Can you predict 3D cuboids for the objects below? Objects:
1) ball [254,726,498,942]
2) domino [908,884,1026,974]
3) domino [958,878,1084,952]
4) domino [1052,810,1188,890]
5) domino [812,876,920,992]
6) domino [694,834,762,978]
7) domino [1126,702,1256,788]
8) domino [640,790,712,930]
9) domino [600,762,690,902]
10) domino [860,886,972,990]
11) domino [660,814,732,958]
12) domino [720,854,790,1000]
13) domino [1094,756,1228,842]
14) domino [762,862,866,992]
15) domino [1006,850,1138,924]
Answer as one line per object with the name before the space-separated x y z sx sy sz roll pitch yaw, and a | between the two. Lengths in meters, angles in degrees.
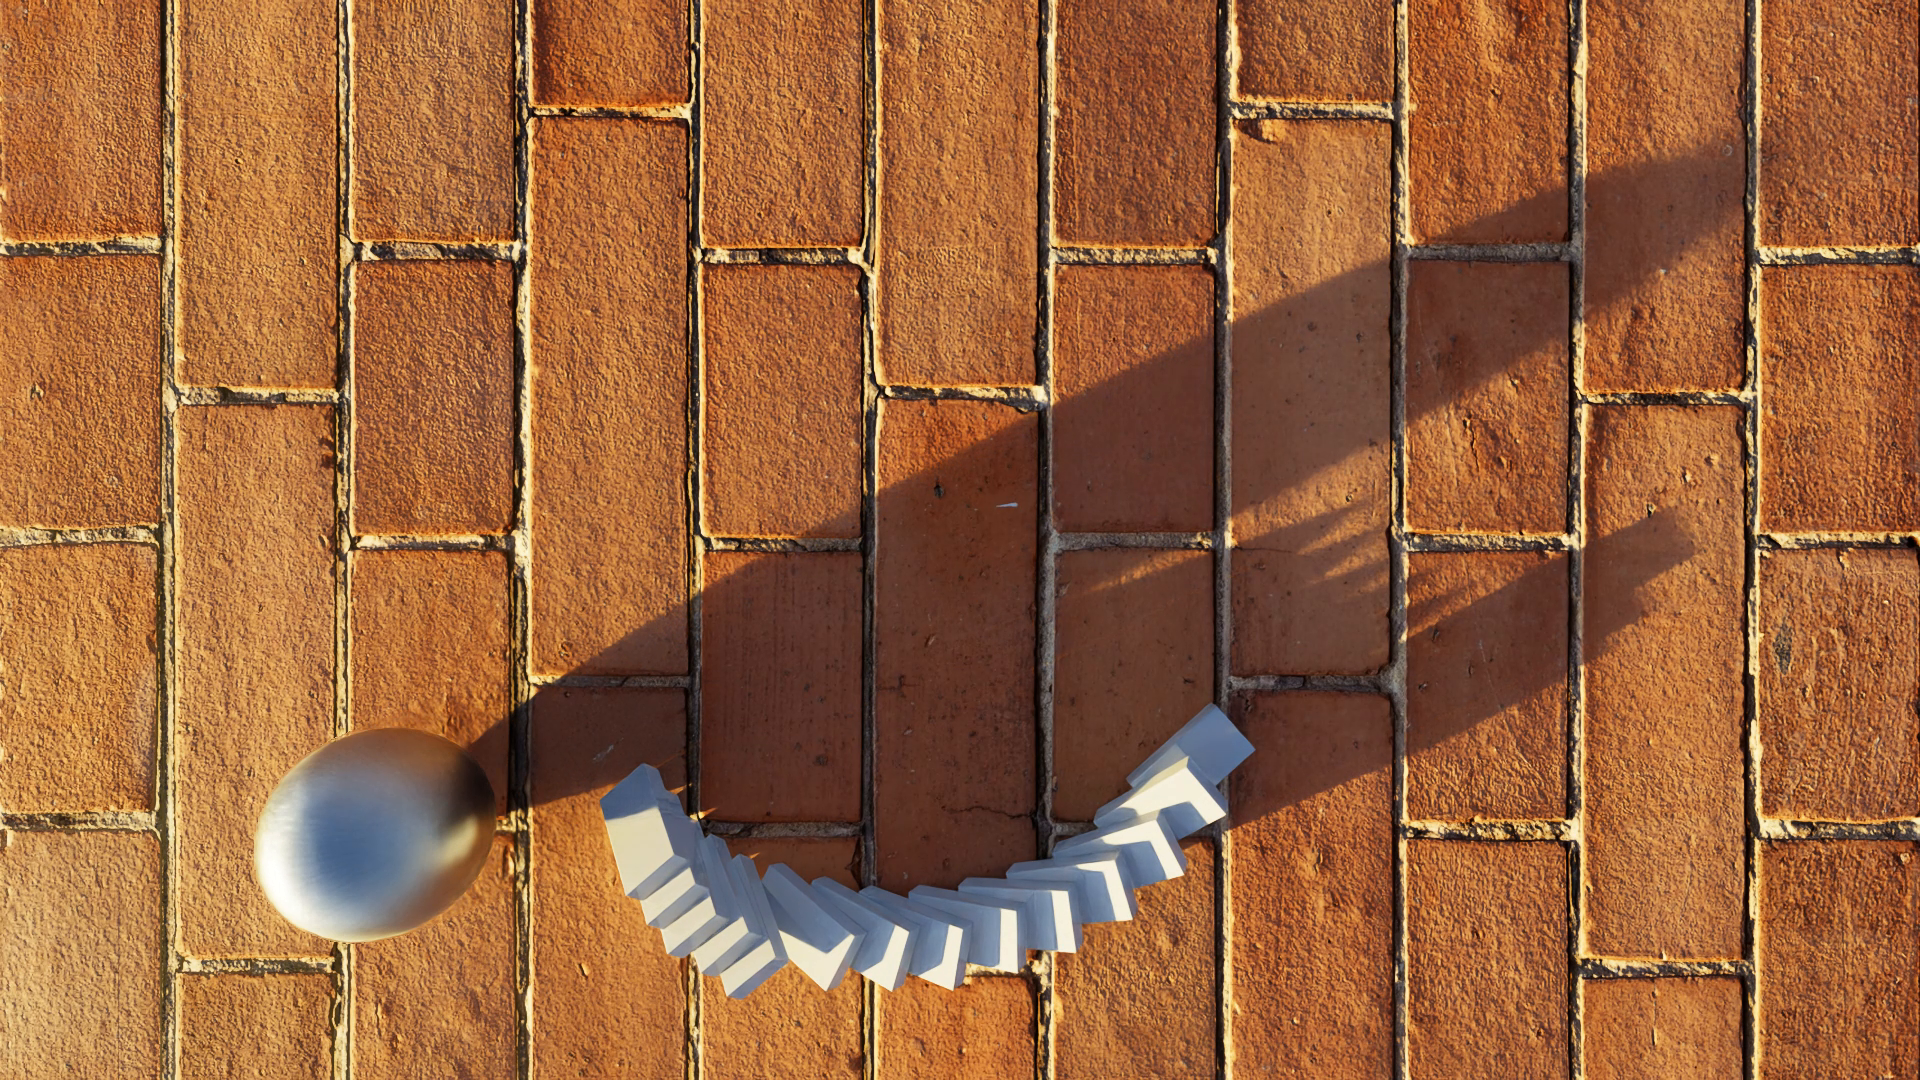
ball | -0.227 0.114 0.360 0.080 0.080 0.080 0 90 0
domino | 0.003 0.163 0.385 0.050 0.009 0.025 -1 90 26
domino | 0.025 0.157 0.385 0.050 0.009 0.025 -8 90 26
domino | 0.067 0.133 0.385 0.050 0.009 0.025 -27 90 26
domino | -0.043 0.164 0.384 0.050 0.010 0.025 16 90 28
domino | -0.102 0.150 0.379 0.025 0.010 0.050 -41 47 0
domino | 0.099 0.097 0.395 0.050 0.009 0.025 -42 90 0
domino | -0.123 0.131 0.380 0.025 0.010 0.050 -40 47 0
domino | -0.131 0.120 0.380 0.025 0.009 0.050 -41 47 0
domino | -0.021 0.166 0.385 0.050 0.009 0.025 9 90 27
domino | -0.114 0.142 0.379 0.025 0.010 0.050 -39 47 1
domino | -0.091 0.159 0.379 0.025 0.010 0.050 -39 47 1
domino | 0.084 0.114 0.384 0.050 0.009 0.025 -40 91 26
domino | -0.065 0.161 0.384 0.050 0.010 0.025 28 91 28
domino | 0.047 0.147 0.385 0.050 0.009 0.025 -17 90 26
